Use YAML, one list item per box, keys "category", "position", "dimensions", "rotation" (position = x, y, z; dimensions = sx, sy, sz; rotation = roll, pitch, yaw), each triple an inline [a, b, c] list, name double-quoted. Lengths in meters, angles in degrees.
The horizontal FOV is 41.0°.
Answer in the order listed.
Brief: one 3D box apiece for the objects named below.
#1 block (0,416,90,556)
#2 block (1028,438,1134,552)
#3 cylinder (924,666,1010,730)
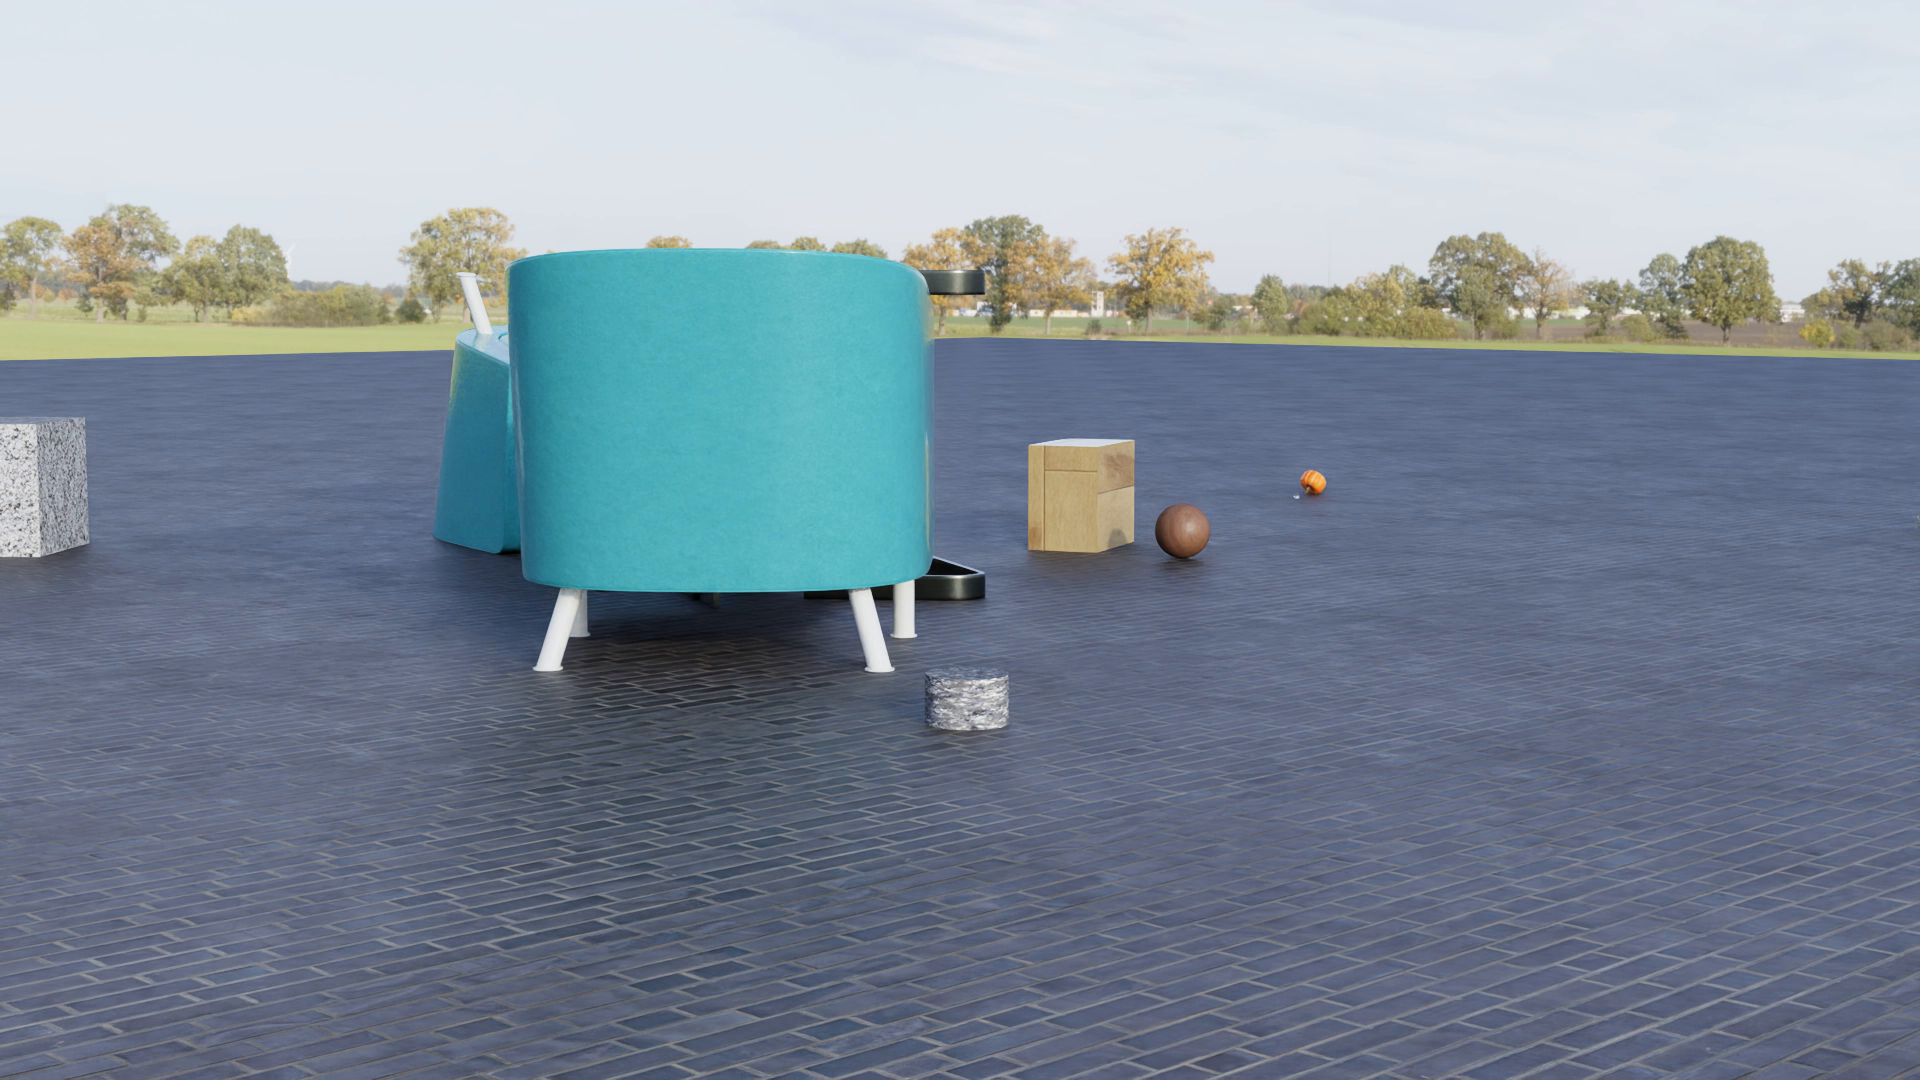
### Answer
- category: "block"
  position: [-2.313, -0.132, 6.172]
  dimensions: [0.314, 0.311, 0.310]
  rotation: [0, 6, 2]
- category: "block"
  position: [0.298, -0.112, 6.264]
  dimensions: [0.175, 0.253, 0.276]
  rotation: [2, 6, 22]
- category: "cylinder"
  position: [0.010, 0.233, 3.787]
  dimensions: [0.126, 0.074, 0.122]
  rotation: [6, 8, 44]
